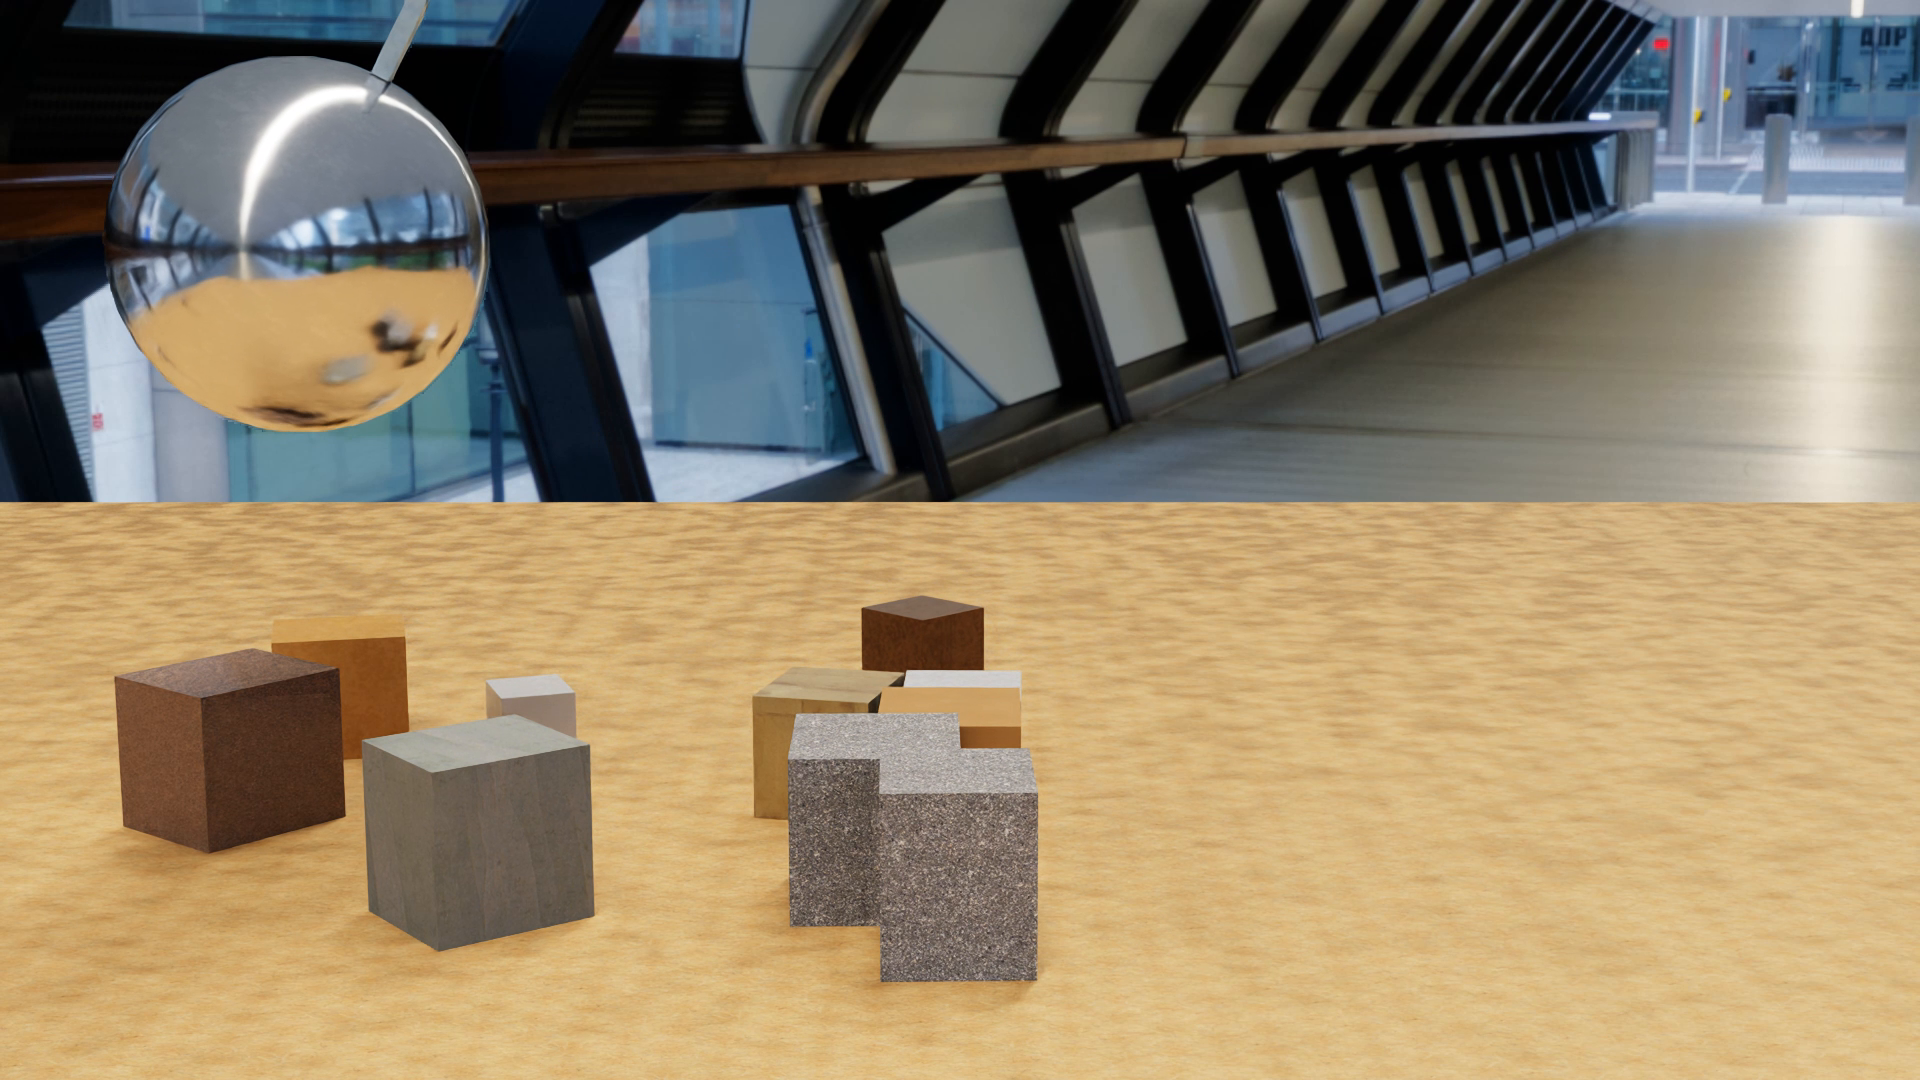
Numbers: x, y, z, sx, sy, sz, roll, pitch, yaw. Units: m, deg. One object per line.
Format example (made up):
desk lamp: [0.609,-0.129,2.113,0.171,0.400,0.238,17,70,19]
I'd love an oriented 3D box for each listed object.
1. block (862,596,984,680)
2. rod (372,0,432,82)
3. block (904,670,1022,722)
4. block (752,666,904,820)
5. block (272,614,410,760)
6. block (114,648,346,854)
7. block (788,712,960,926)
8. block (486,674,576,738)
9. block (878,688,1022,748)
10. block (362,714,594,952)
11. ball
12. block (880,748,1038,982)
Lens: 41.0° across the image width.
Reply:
block: [-0.212,0.637,14.625,0.497,0.515,0.490,10,14,43]
rod: [-1.221,-4.212,10.415,0.080,5.200,0.080,28,9,-5]
block: [0.012,0.991,12.487,0.569,0.583,0.625,0,10,1]
block: [-0.629,0.991,12.442,0.571,0.599,0.640,3,11,14]
block: [-3.262,0.775,13.524,0.671,0.636,0.589,-2,11,-13]
block: [-3.447,0.980,12.137,0.683,0.729,0.767,8,13,38]
block: [-0.358,1.188,11.016,0.715,0.721,0.769,0,10,-1]
block: [-2.183,0.958,13.063,0.373,0.441,0.430,-4,11,-21]
block: [-0.047,1.081,11.804,0.645,0.650,0.736,0,10,1]
block: [-2.026,1.214,10.795,0.722,0.749,0.650,-8,13,-37]
ball: [-2.817,-1.258,10.952,1.600,1.600,1.600,0,10,0]
block: [-0.013,1.295,10.311,0.615,0.763,0.668,0,10,-1]
